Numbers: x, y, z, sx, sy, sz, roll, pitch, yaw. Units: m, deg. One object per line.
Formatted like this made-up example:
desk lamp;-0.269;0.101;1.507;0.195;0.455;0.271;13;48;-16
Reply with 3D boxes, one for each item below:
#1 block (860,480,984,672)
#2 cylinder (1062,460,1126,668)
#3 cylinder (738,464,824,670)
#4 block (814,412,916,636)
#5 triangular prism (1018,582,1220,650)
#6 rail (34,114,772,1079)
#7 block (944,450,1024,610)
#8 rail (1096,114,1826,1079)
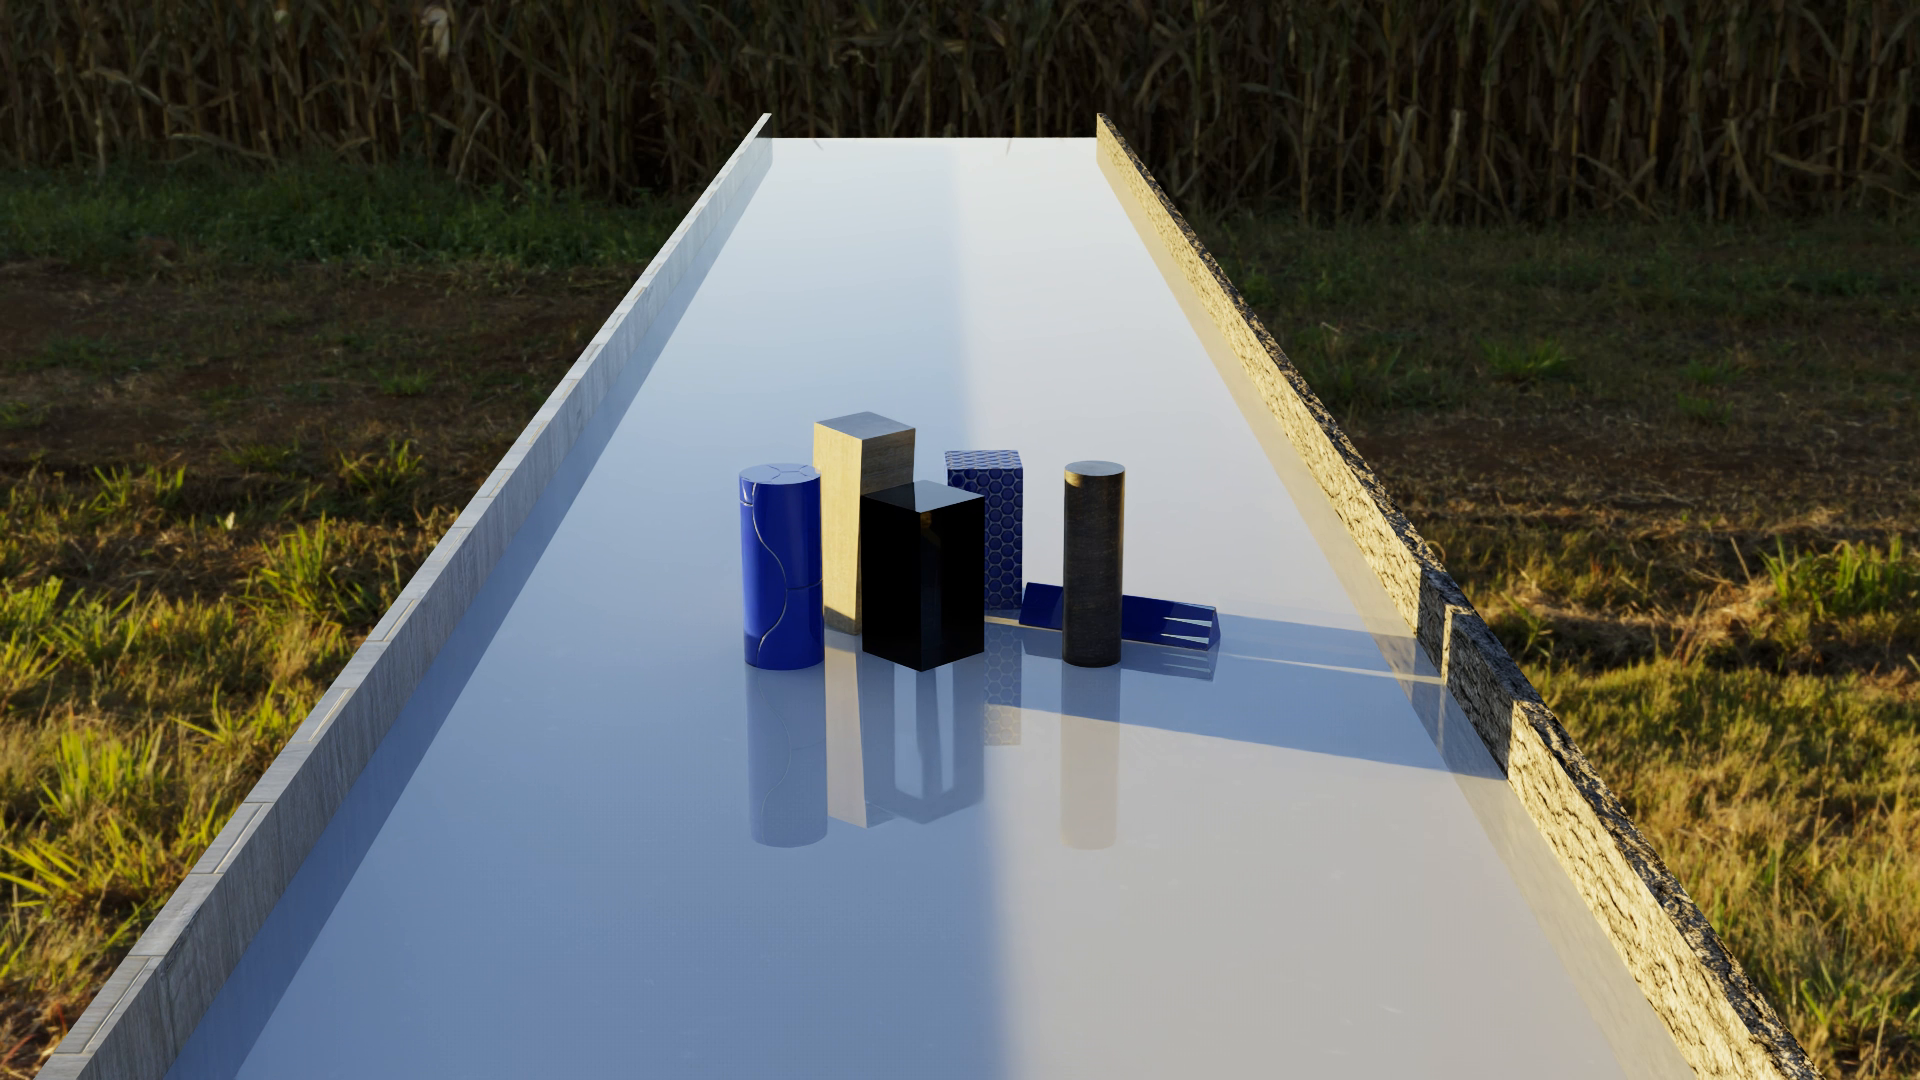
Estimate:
block;-0.075;0.069;4.420;0.176;0.328;0.176;-15;22;-42
cylinder;0.265;0.048;4.373;0.119;0.395;0.119;0;17;0
cylinder;-0.354;0.052;4.380;0.163;0.382;0.163;0;17;0
block;-0.206;-0.036;4.584;0.147;0.425;0.147;-15;27;-42
triangular prism;0.331;0.150;4.575;0.414;0.079;0.091;7;18;23
rail;-1.118;-0.838;7.780;0.050;0.150;12.000;0;17;-1
block;0.049;-0.022;4.753;0.160;0.313;0.160;-1;17;-3
rail;0.932;-0.844;7.801;0.050;0.150;12.000;0;17;-1
